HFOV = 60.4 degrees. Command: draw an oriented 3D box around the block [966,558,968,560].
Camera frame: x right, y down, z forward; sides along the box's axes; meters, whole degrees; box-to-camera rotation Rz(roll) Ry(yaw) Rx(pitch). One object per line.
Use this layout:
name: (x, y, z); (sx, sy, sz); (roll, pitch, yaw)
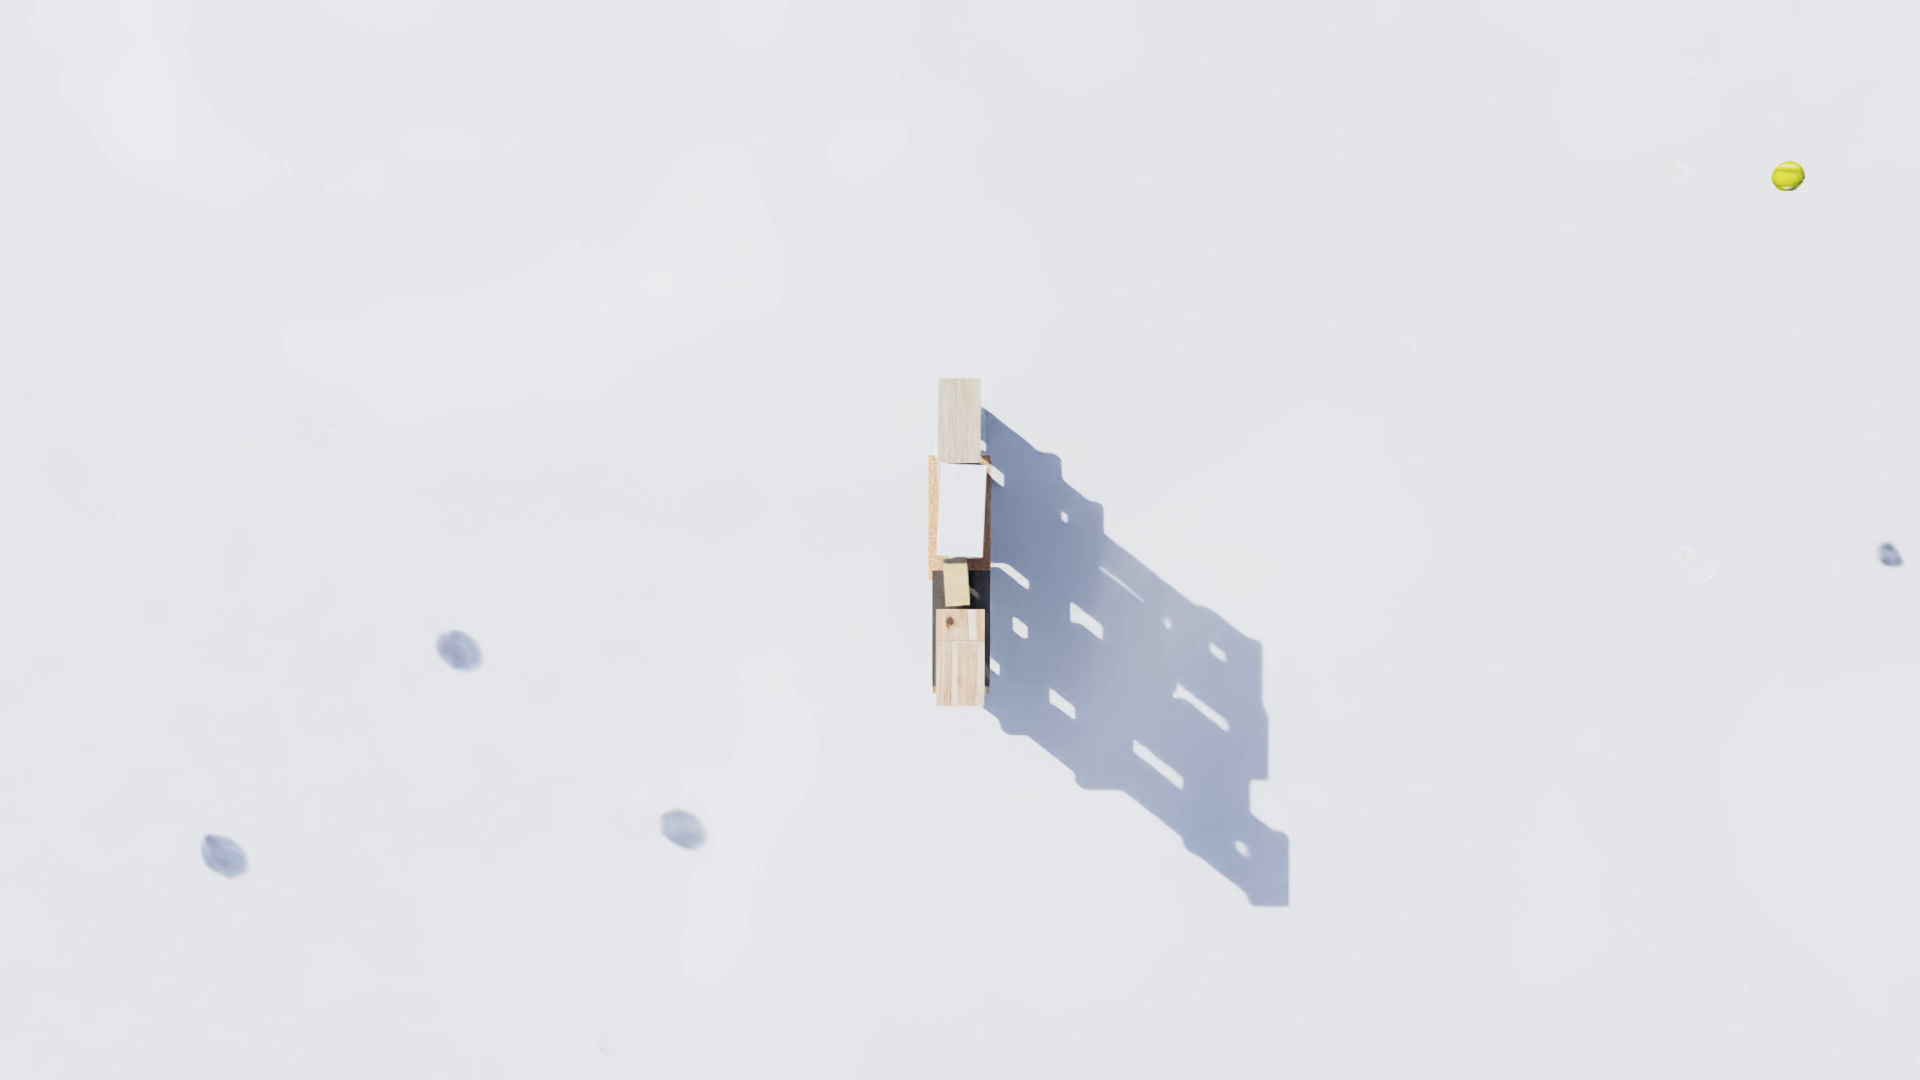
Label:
block: (-0.010, 0.064, 4.359); (0.061, 0.344, 0.017); (-5, 90, 1)

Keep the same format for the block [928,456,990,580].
block: (-0.001, -0.063, 4.679); (0.176, 0.050, 0.353); (0, 90, 0)

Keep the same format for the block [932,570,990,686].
block: (0.003, 0.231, 4.331); (0.151, 0.043, 0.302); (0, 90, 0)

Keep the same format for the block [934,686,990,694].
block: (0.004, 0.282, 4.828); (0.165, 0.047, 0.329); (0, 90, 0)

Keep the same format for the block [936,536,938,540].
block: (0.001, -0.001, 4.346); (0.115, 0.367, 0.033); (-2, 91, 0)

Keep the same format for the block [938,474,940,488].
block: (0.004, -0.152, 4.280); (0.115, 0.230, 0.033); (1, 90, 0)

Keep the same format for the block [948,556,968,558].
block: (-0.005, 0.020, 4.538); (0.054, 0.015, 0.107); (-3, 90, 1)

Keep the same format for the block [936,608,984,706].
block: (0.001, 0.289, 4.055); (0.119, 0.034, 0.238); (0, 90, 0)

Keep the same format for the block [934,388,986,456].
block: (0.000, -0.313, 5.156); (0.161, 0.046, 0.321); (0, 90, 0)

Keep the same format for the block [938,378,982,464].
block: (-0.001, -0.301, 4.167); (0.107, 0.030, 0.213); (1, 90, 0)

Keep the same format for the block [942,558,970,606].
block: (-0.009, 0.106, 4.178); (0.061, 0.017, 0.122); (-4, 91, 0)

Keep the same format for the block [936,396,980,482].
block: (-0.005, -0.268, 4.411); (0.113, 0.032, 0.227); (0, 90, 0)

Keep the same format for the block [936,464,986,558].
block: (0.004, -0.074, 4.147); (0.115, 0.033, 0.230); (3, 89, 0)
